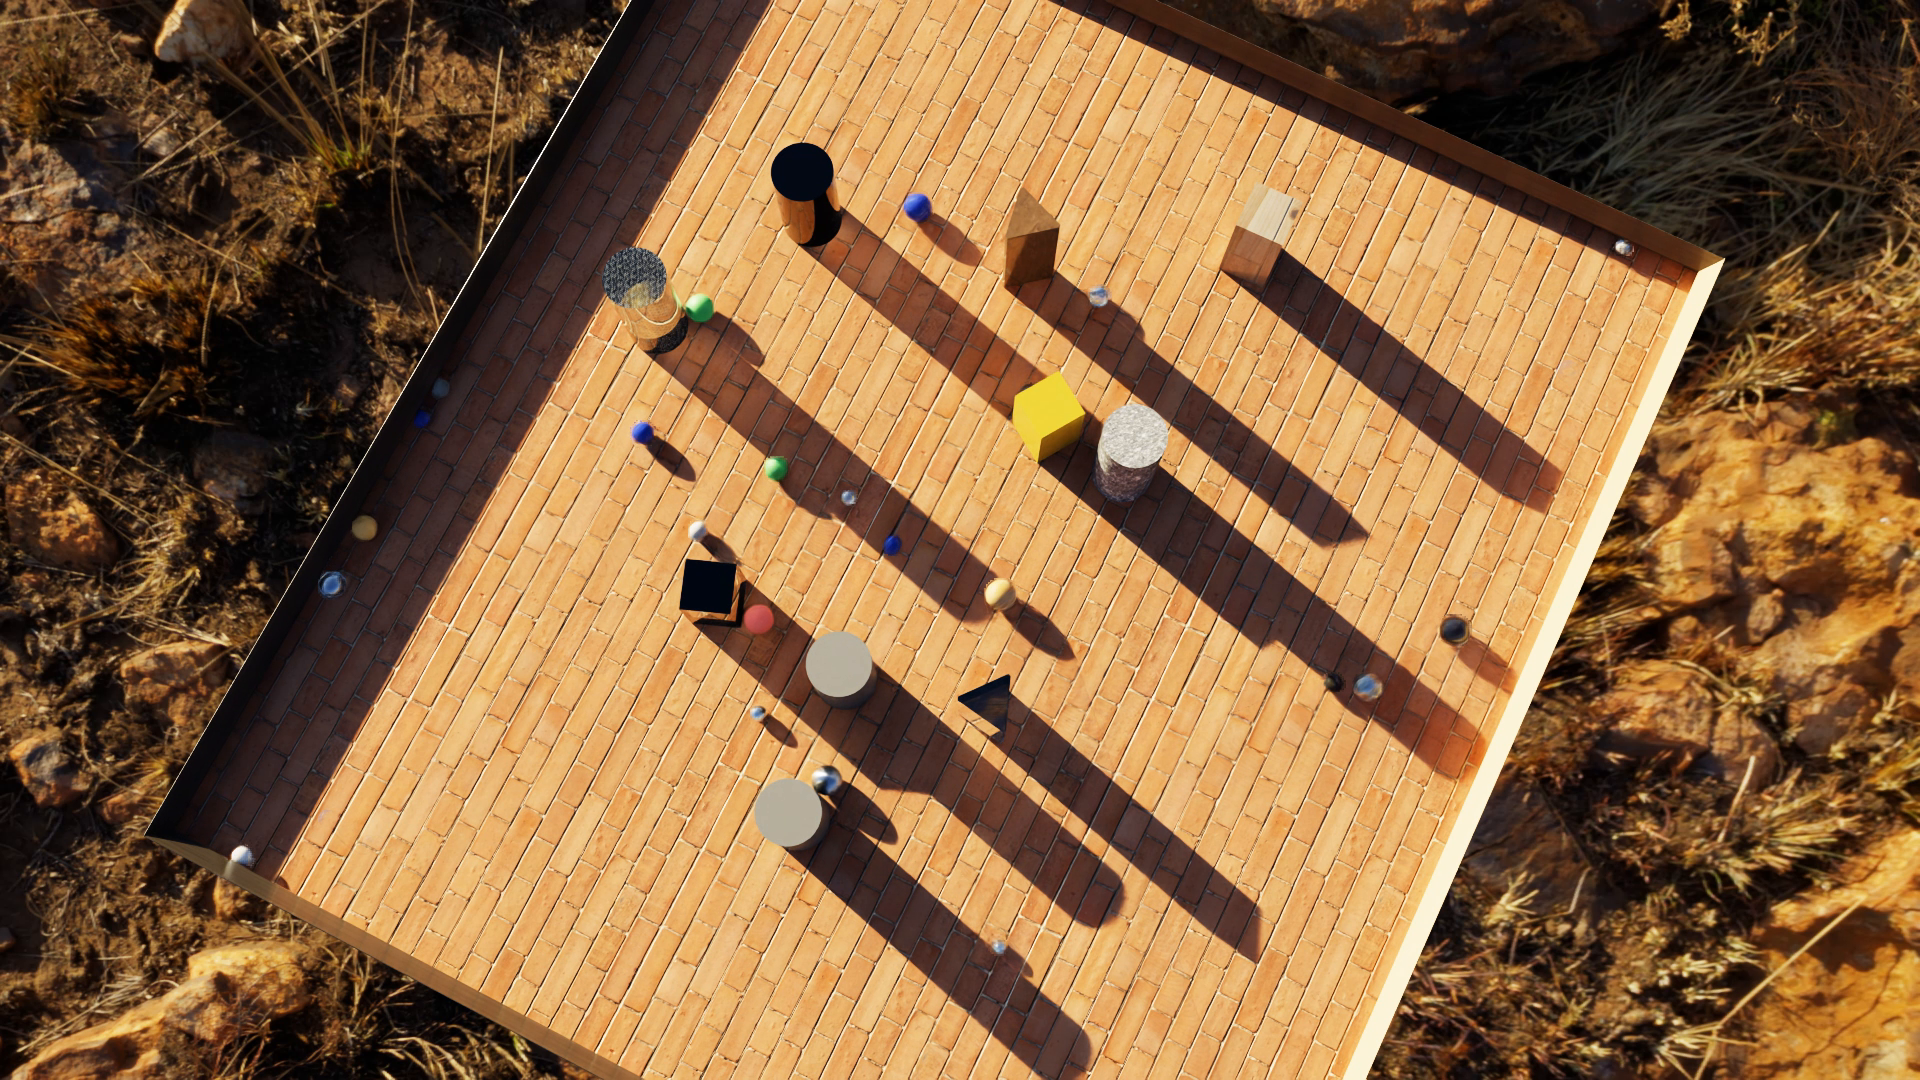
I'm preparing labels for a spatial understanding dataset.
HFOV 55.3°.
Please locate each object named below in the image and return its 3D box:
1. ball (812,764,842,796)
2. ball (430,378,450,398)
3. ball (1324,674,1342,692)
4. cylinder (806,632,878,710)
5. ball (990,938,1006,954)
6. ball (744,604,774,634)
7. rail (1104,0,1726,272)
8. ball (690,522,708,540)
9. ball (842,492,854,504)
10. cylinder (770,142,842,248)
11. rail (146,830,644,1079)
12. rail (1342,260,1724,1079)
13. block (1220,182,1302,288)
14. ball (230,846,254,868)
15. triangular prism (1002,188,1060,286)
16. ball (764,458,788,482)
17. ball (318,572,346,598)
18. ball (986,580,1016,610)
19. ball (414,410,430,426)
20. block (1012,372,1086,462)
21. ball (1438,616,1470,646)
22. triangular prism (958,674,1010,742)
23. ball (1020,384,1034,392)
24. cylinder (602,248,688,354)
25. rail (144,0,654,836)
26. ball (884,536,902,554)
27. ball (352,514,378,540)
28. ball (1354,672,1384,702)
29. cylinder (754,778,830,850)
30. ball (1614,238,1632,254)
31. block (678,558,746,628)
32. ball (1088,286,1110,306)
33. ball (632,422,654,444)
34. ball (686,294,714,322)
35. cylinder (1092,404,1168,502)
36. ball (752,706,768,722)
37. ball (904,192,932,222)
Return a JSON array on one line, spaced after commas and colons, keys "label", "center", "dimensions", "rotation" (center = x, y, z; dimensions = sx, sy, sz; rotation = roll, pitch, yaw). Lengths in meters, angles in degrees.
[{"label": "ball", "center": [-0.394, 0.711, 5.423], "dimensions": [0.091, 0.091, 0.091], "rotation": [0, 78, 0]}, {"label": "ball", "center": [-1.611, -0.472, 5.684], "dimensions": [0.059, 0.059, 0.059], "rotation": [0, 78, 0]}, {"label": "ball", "center": [1.121, 0.430, 5.499], "dimensions": [0.056, 0.056, 0.056], "rotation": [0, 78, 0]}, {"label": "cylinder", "center": [-0.344, 0.385, 5.370], "dimensions": [0.189, 0.327, 0.189], "rotation": [0, 78, 0]}, {"label": "ball", "center": [0.112, 1.184, 5.348], "dimensions": [0.045, 0.045, 0.045], "rotation": [0, 78, 0]}, {"label": "ball", "center": [-0.606, 0.239, 5.521], "dimensions": [0.090, 0.090, 0.090], "rotation": [0, 78, 0]}, {"label": "rail", "center": [0.816, -1.592, 5.882], "dimensions": [3.449, 0.122, 0.045], "rotation": [26, 80, 5]}, {"label": "ball", "center": [-0.798, -0.028, 5.594], "dimensions": [0.056, 0.056, 0.056], "rotation": [0, 78, 0]}, {"label": "ball", "center": [-0.344, -0.129, 5.622], "dimensions": [0.042, 0.042, 0.042], "rotation": [0, 78, 0]}, {"label": "cylinder", "center": [-0.470, -1.058, 5.644], "dimensions": [0.189, 0.376, 0.189], "rotation": [0, 78, 0]}, {"label": "rail", "center": [-0.816, 1.605, 5.221], "dimensions": [3.449, 0.122, 0.045], "rotation": [26, 80, 5]}, {"label": "rail", "center": [1.521, 0.751, 5.397], "dimensions": [0.045, 0.122, 3.698], "rotation": [26, 80, 5]}, {"label": "block", "center": [0.918, -0.931, 5.618], "dimensions": [0.151, 0.373, 0.151], "rotation": [25, 79, 5]}, {"label": "ball", "center": [-2.112, 0.932, 5.392], "dimensions": [0.062, 0.062, 0.062], "rotation": [0, 78, 0]}, {"label": "triangular prism", "center": [0.198, -0.927, 5.589], "dimensions": [0.163, 0.428, 0.141], "rotation": [-13, 79, -3]}, {"label": "ball", "center": [-0.563, -0.217, 5.624], "dimensions": [0.073, 0.073, 0.073], "rotation": [0, 78, 0]}, {"label": "ball", "center": [-1.900, 0.135, 5.547], "dimensions": [0.080, 0.080, 0.080], "rotation": [0, 78, 0]}, {"label": "ball", "center": [0.123, 0.166, 5.534], "dimensions": [0.094, 0.094, 0.094], "rotation": [0, 78, 0]}, {"label": "ball", "center": [-1.664, -0.378, 5.668], "dimensions": [0.052, 0.052, 0.052], "rotation": [0, 78, 0]}, {"label": "block", "center": [0.265, -0.369, 5.541], "dimensions": [0.151, 0.298, 0.151], "rotation": [-30, 80, -6]}, {"label": "ball", "center": [1.487, 0.274, 5.512], "dimensions": [0.094, 0.094, 0.094], "rotation": [0, 78, 0]}, {"label": "triangular prism", "center": [0.100, 0.472, 5.351], "dimensions": [0.163, 0.329, 0.141], "rotation": [35, 80, 7]}, {"label": "ball", "center": [0.218, -0.446, 5.672], "dimensions": [0.072, 0.072, 0.072], "rotation": [0, 78, 0]}, {"label": "cylinder", "center": [-0.947, -0.718, 5.542], "dimensions": [0.189, 0.436, 0.189], "rotation": [0, 78, 0]}, {"label": "rail", "center": [-1.521, -0.738, 5.706], "dimensions": [0.045, 0.122, 3.698], "rotation": [26, 80, 5]}, {"label": "ball", "center": [-0.206, 0.013, 5.586], "dimensions": [0.054, 0.054, 0.054], "rotation": [0, 78, 0]}, {"label": "ball", "center": [-1.814, -0.038, 5.585], "dimensions": [0.078, 0.078, 0.078], "rotation": [0, 78, 0]}, {"label": "ball", "center": [1.222, 0.441, 5.481], "dimensions": [0.086, 0.086, 0.086], "rotation": [0, 78, 0]}, {"label": "cylinder", "center": [-0.479, 0.794, 5.279], "dimensions": [0.189, 0.340, 0.189], "rotation": [0, 78, 0]}, {"label": "ball", "center": [2.093, -0.926, 5.781], "dimensions": [0.052, 0.052, 0.052], "rotation": [0, 78, 0]}, {"label": "block", "center": [-0.733, 0.161, 5.453], "dimensions": [0.151, 0.256, 0.151], "rotation": [6, 78, 1]}, {"label": "ball", "center": [0.435, -0.762, 5.742], "dimensions": [0.064, 0.064, 0.064], "rotation": [0, 78, 0]}, {"label": "ball", "center": [-0.977, -0.329, 5.649], "dimensions": [0.070, 0.070, 0.070], "rotation": [0, 78, 0]}, {"label": "ball", "center": [-0.812, -0.725, 5.722], "dimensions": [0.087, 0.087, 0.087], "rotation": [0, 78, 0]}, {"label": "cylinder", "center": [0.500, -0.253, 5.447], "dimensions": [0.189, 0.434, 0.189], "rotation": [0, 78, 0]}, {"label": "ball", "center": [-0.600, 0.519, 5.484], "dimensions": [0.049, 0.049, 0.049], "rotation": [0, 78, 0]}, {"label": "ball", "center": [-0.134, -1.051, 5.788], "dimensions": [0.090, 0.090, 0.090], "rotation": [0, 78, 0]}]
